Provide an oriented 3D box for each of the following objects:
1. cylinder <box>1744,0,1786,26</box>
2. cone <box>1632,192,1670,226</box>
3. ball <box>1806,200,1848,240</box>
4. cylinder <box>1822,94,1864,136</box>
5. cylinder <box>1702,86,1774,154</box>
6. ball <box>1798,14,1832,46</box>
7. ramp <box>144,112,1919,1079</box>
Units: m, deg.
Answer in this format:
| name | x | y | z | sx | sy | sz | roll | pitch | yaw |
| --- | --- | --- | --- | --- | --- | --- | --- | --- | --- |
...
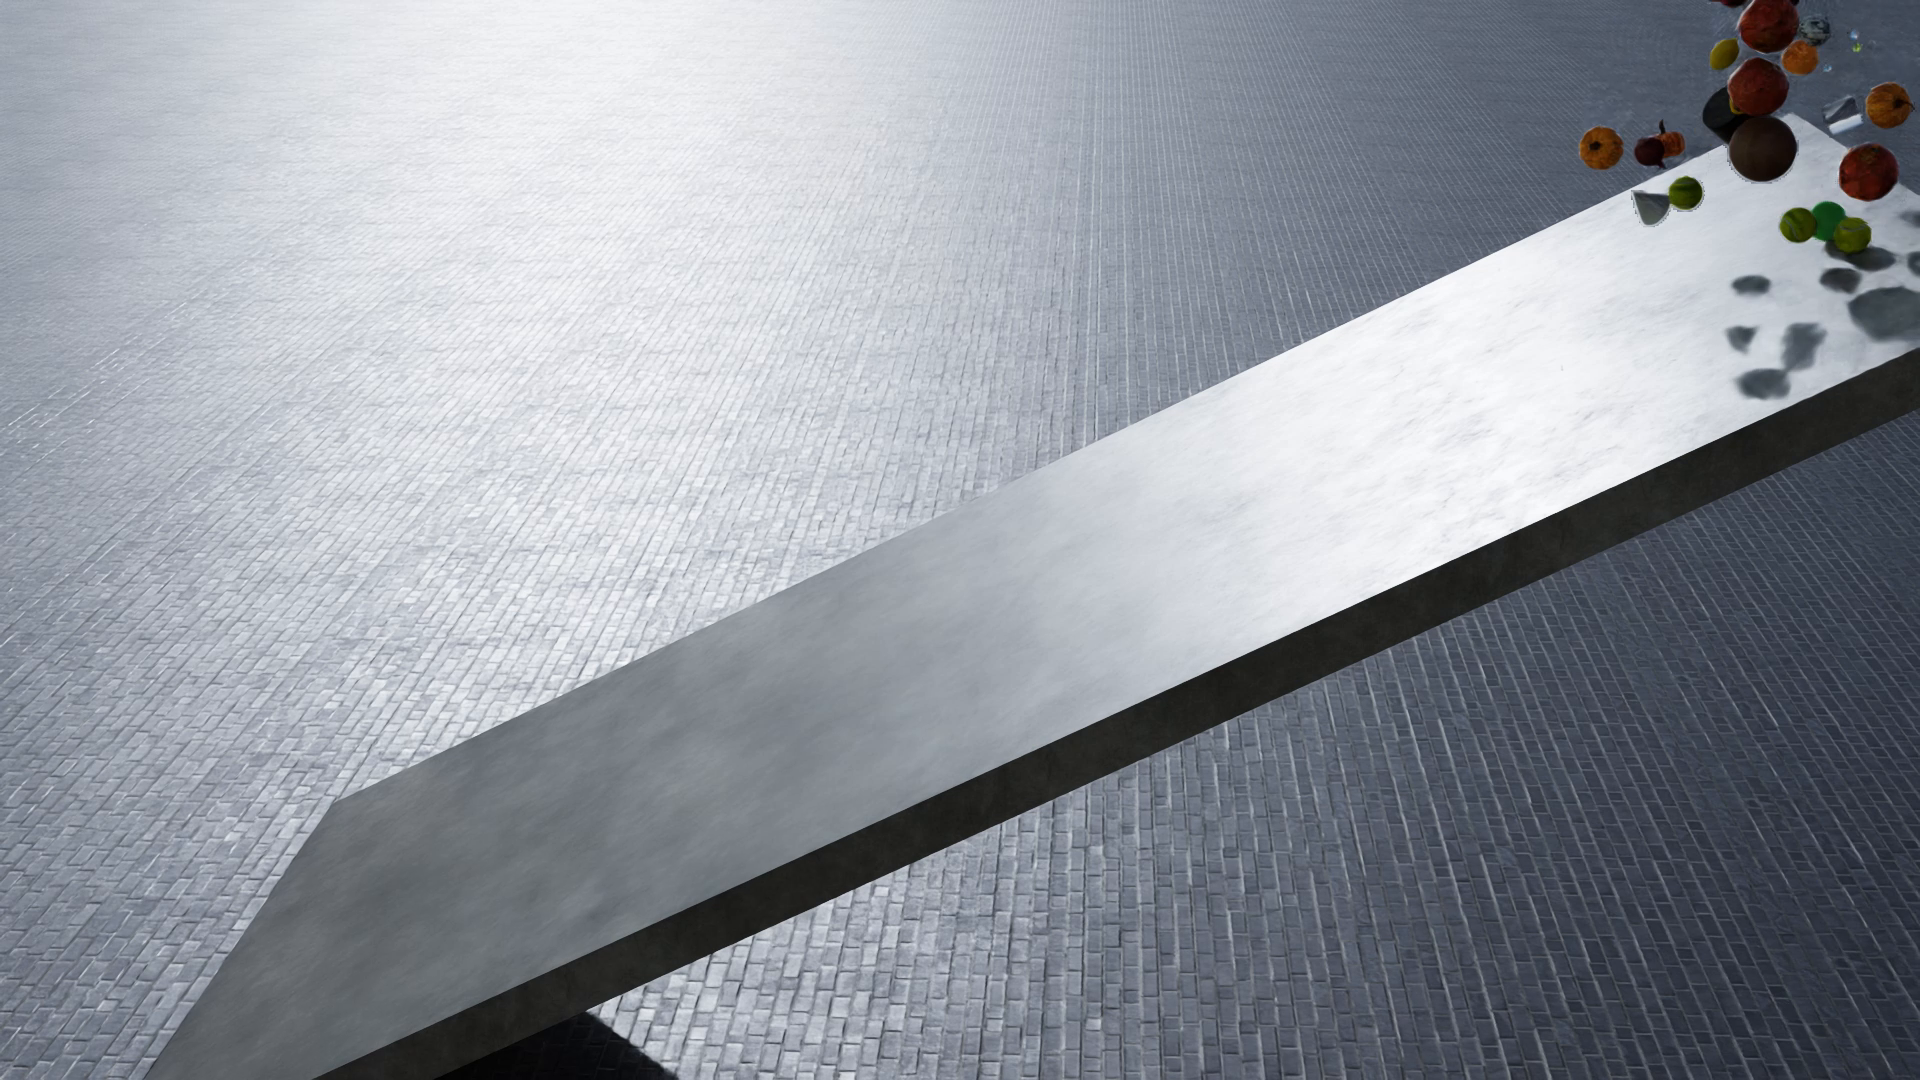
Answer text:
| name | x | y | z | sx | sy | sz | roll | pitch | yaw |
| --- | --- | --- | --- | --- | --- | --- | --- | --- | --- |
| cylinder | 1.639 | -1.085 | 5.989 | 0.062 | 0.062 | 0.062 | -5 | 27 | -15 |
| cone | 1.388 | -0.689 | 5.972 | 0.075 | 0.075 | 0.075 | 30 | 1 | -30 |
| ball | 1.710 | -0.630 | 5.806 | 0.078 | 0.078 | 0.078 | 0 | 17 | 0 |
| cylinder | 1.804 | -0.867 | 6.012 | 0.066 | 0.066 | 0.066 | -24 | 9 | 20 |
| cylinder | 1.554 | -0.840 | 5.875 | 0.099 | 0.099 | 0.099 | 31 | -1 | -31 |
| ball | 1.718 | -1.024 | 5.906 | 0.065 | 0.065 | 0.065 | 0 | 17 | 0 |
| ramp | 0.139 | 0.168 | 6.281 | 4.000 | 0.100 | 2.000 | -25 | 14 | 10 |
